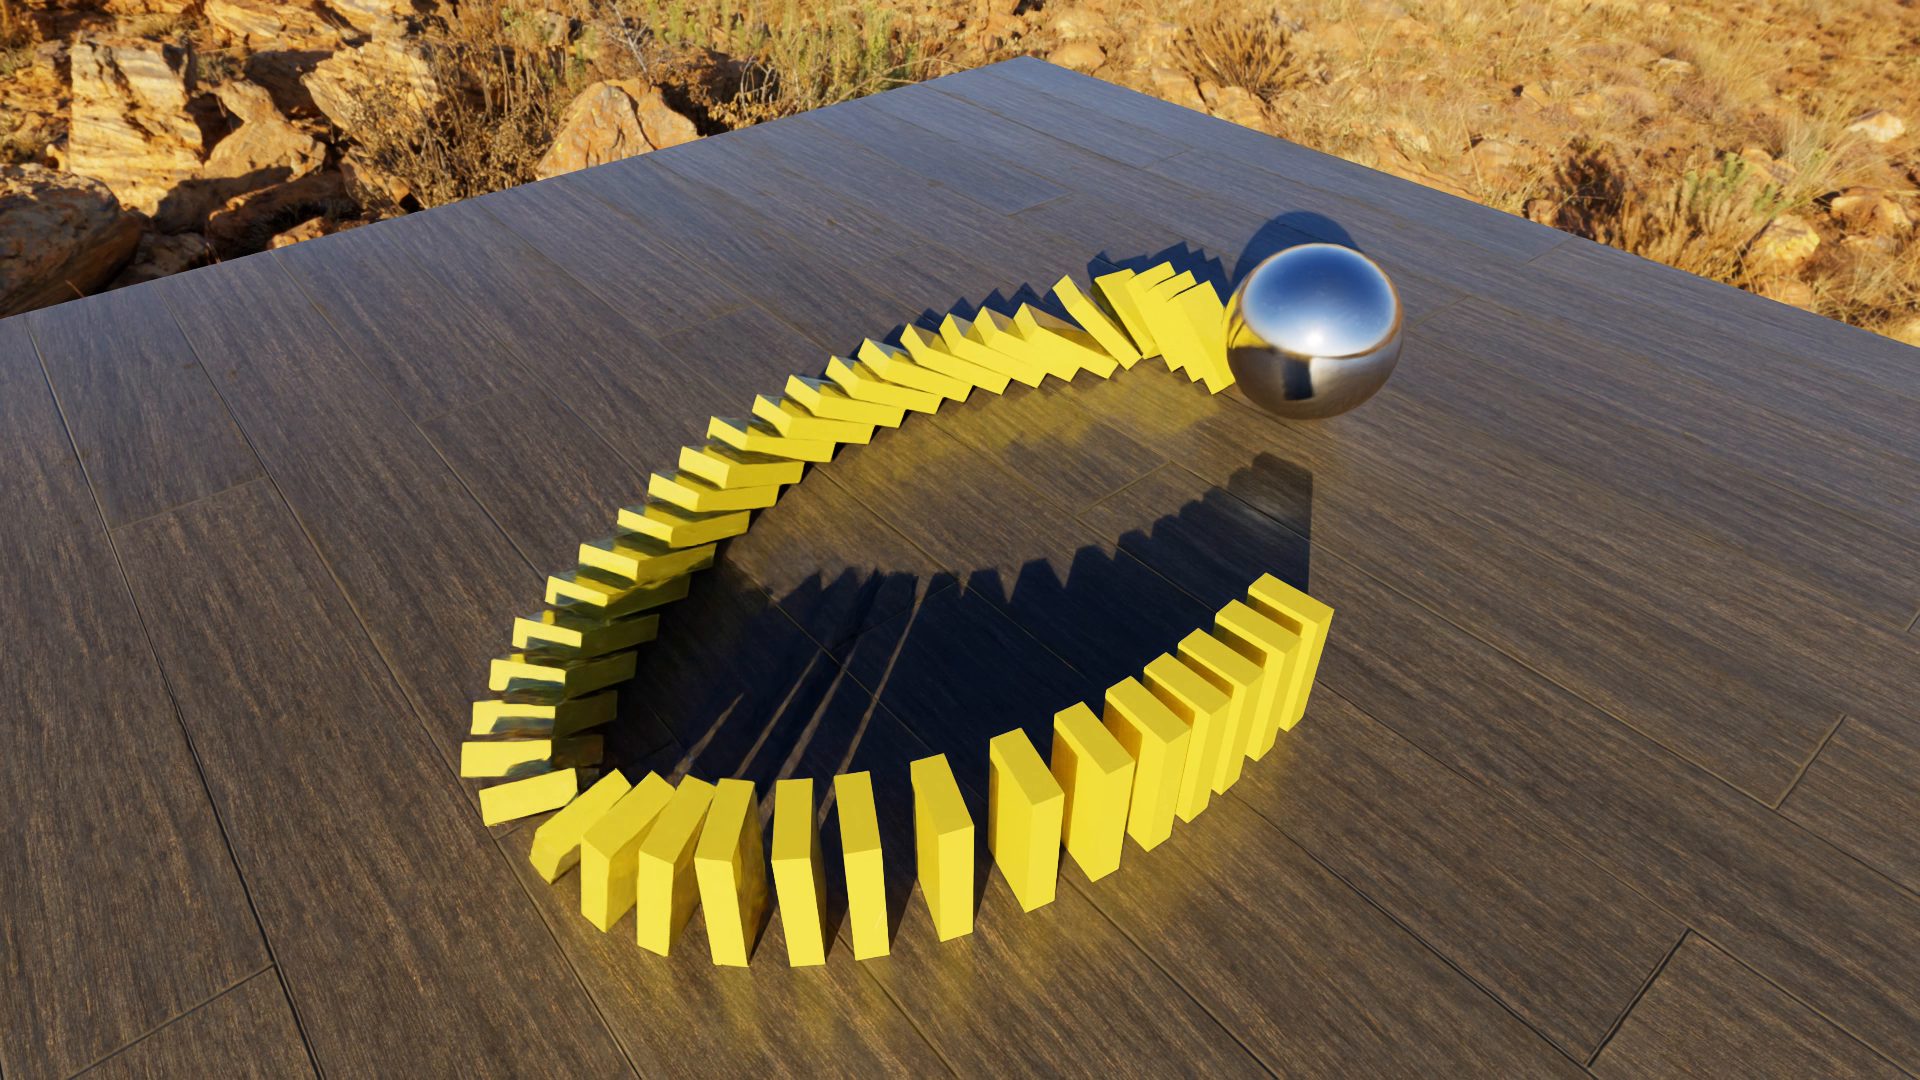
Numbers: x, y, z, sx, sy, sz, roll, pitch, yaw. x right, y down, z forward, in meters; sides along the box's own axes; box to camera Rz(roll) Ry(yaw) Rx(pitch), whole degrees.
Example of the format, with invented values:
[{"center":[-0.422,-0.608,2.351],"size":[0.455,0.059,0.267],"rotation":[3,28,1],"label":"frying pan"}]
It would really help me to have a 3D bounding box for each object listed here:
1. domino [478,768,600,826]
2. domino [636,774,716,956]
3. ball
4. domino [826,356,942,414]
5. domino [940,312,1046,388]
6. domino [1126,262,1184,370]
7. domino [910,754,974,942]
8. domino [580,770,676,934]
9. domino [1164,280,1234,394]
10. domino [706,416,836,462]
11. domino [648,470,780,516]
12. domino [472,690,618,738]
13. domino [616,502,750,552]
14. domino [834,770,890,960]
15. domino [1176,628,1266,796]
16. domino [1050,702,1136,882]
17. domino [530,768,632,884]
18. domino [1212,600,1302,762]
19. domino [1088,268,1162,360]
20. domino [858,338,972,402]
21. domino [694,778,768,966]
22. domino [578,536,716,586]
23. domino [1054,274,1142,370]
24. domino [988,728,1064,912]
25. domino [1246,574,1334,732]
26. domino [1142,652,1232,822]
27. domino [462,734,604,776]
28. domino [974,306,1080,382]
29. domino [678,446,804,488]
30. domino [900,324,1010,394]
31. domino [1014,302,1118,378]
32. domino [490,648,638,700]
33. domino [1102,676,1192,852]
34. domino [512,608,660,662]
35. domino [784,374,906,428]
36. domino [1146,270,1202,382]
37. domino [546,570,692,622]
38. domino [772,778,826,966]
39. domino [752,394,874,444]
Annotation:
[{"center":[-0.122,0.075,0.324],"size":[0.025,0.050,0.009],"rotation":[-12,81,-13],"label":"domino"},{"center":[-0.078,0.090,0.301],"size":[0.009,0.050,0.025],"rotation":[20,42,5],"label":"domino"},{"center":[0.161,-0.095,0.503],"size":[0.080,0.080,0.080],"rotation":[0,39,0],"label":"ball"},{"center":[-0.035,-0.072,0.513],"size":[0.050,0.010,0.025],"rotation":[5,28,-43],"label":"domino"},{"center":[0.016,-0.093,0.537],"size":[0.050,0.009,0.025],"rotation":[17,31,-30],"label":"domino"},{"center":[0.106,-0.113,0.556],"size":[0.025,0.009,0.050],"rotation":[-29,92,-31],"label":"domino"},{"center":[-0.005,0.086,0.306],"size":[0.009,0.050,0.025],"rotation":[-12,41,-14],"label":"domino"},{"center":[-0.092,0.087,0.305],"size":[0.009,0.050,0.025],"rotation":[35,48,12],"label":"domino"},{"center":[0.123,-0.100,0.540],"size":[0.025,0.009,0.050],"rotation":[-29,92,-31],"label":"domino"},{"center":[-0.081,-0.044,0.478],"size":[0.025,0.010,0.050],"rotation":[28,19,35],"label":"domino"},{"center":[-0.100,-0.021,0.451],"size":[0.025,0.009,0.050],"rotation":[22,17,25],"label":"domino"},{"center":[-0.131,0.055,0.352],"size":[0.025,0.009,0.050],"rotation":[3,-2,4],"label":"domino"},{"center":[-0.108,-0.008,0.436],"size":[0.025,0.009,0.050],"rotation":[18,16,21],"label":"domino"},{"center":[-0.027,0.090,0.302],"size":[0.009,0.050,0.025],"rotation":[-7,40,-8],"label":"domino"},{"center":[0.078,0.054,0.345],"size":[0.010,0.050,0.025],"rotation":[-30,48,-32],"label":"domino"},{"center":[0.037,0.074,0.321],"size":[0.010,0.050,0.025],"rotation":[-20,43,-23],"label":"domino"},{"center":[-0.107,0.082,0.312],"size":[0.009,0.050,0.025],"rotation":[49,57,4],"label":"domino"},{"center":[0.092,0.046,0.356],"size":[0.009,0.050,0.025],"rotation":[-32,49,-33],"label":"domino"},{"center":[0.092,-0.118,0.571],"size":[0.025,0.010,0.050],"rotation":[-22,66,-31],"label":"domino"},{"center":[-0.021,-0.080,0.521],"size":[0.050,0.009,0.025],"rotation":[10,25,-41],"label":"domino"},{"center":[-0.062,0.091,0.300],"size":[0.009,0.050,0.025],"rotation":[5,40,2],"label":"domino"},{"center":[-0.118,0.006,0.417],"size":[0.025,0.009,0.050],"rotation":[16,12,18],"label":"domino"},{"center":[0.069,-0.109,0.549],"size":[0.010,0.050,0.025],"rotation":[-41,38,17],"label":"domino"},{"center":[0.018,0.080,0.313],"size":[0.010,0.050,0.025],"rotation":[-16,42,-19],"label":"domino"},{"center":[0.105,0.038,0.365],"size":[0.010,0.050,0.025],"rotation":[-32,49,-33],"label":"domino"},{"center":[0.066,0.061,0.337],"size":[0.010,0.050,0.025],"rotation":[-28,47,-30],"label":"domino"},{"center":[-0.129,0.065,0.337],"size":[0.025,0.050,0.009],"rotation":[-1,83,-1],"label":"domino"},{"center":[0.033,-0.096,0.541],"size":[0.050,0.010,0.025],"rotation":[18,30,-29],"label":"domino"},{"center":[-0.091,-0.031,0.462],"size":[0.025,0.010,0.050],"rotation":[22,15,25],"label":"domino"},{"center":[-0.002,-0.087,0.531],"size":[0.050,0.009,0.025],"rotation":[14,29,-34],"label":"domino"},{"center":[0.052,-0.099,0.545],"size":[0.050,0.010,0.025],"rotation":[18,31,-28],"label":"domino"},{"center":[-0.131,0.043,0.369],"size":[0.025,0.010,0.050],"rotation":[7,3,9],"label":"domino"},{"center":[0.054,0.067,0.329],"size":[0.010,0.050,0.025],"rotation":[-24,45,-27],"label":"domino"},{"center":[-0.129,0.031,0.385],"size":[0.025,0.010,0.050],"rotation":[11,6,13],"label":"domino"},{"center":[-0.052,-0.063,0.502],"size":[0.050,0.009,0.025],"rotation":[2,26,-47],"label":"domino"},{"center":[0.115,-0.107,0.548],"size":[0.025,0.009,0.050],"rotation":[-29,92,-31],"label":"domino"},{"center":[-0.124,0.017,0.404],"size":[0.025,0.009,0.050],"rotation":[16,12,18],"label":"domino"},{"center":[-0.043,0.091,0.300],"size":[0.009,0.050,0.025],"rotation":[-3,39,-3],"label":"domino"},{"center":[-0.065,-0.054,0.491],"size":[0.025,0.010,0.050],"rotation":[34,22,34],"label":"domino"}]
